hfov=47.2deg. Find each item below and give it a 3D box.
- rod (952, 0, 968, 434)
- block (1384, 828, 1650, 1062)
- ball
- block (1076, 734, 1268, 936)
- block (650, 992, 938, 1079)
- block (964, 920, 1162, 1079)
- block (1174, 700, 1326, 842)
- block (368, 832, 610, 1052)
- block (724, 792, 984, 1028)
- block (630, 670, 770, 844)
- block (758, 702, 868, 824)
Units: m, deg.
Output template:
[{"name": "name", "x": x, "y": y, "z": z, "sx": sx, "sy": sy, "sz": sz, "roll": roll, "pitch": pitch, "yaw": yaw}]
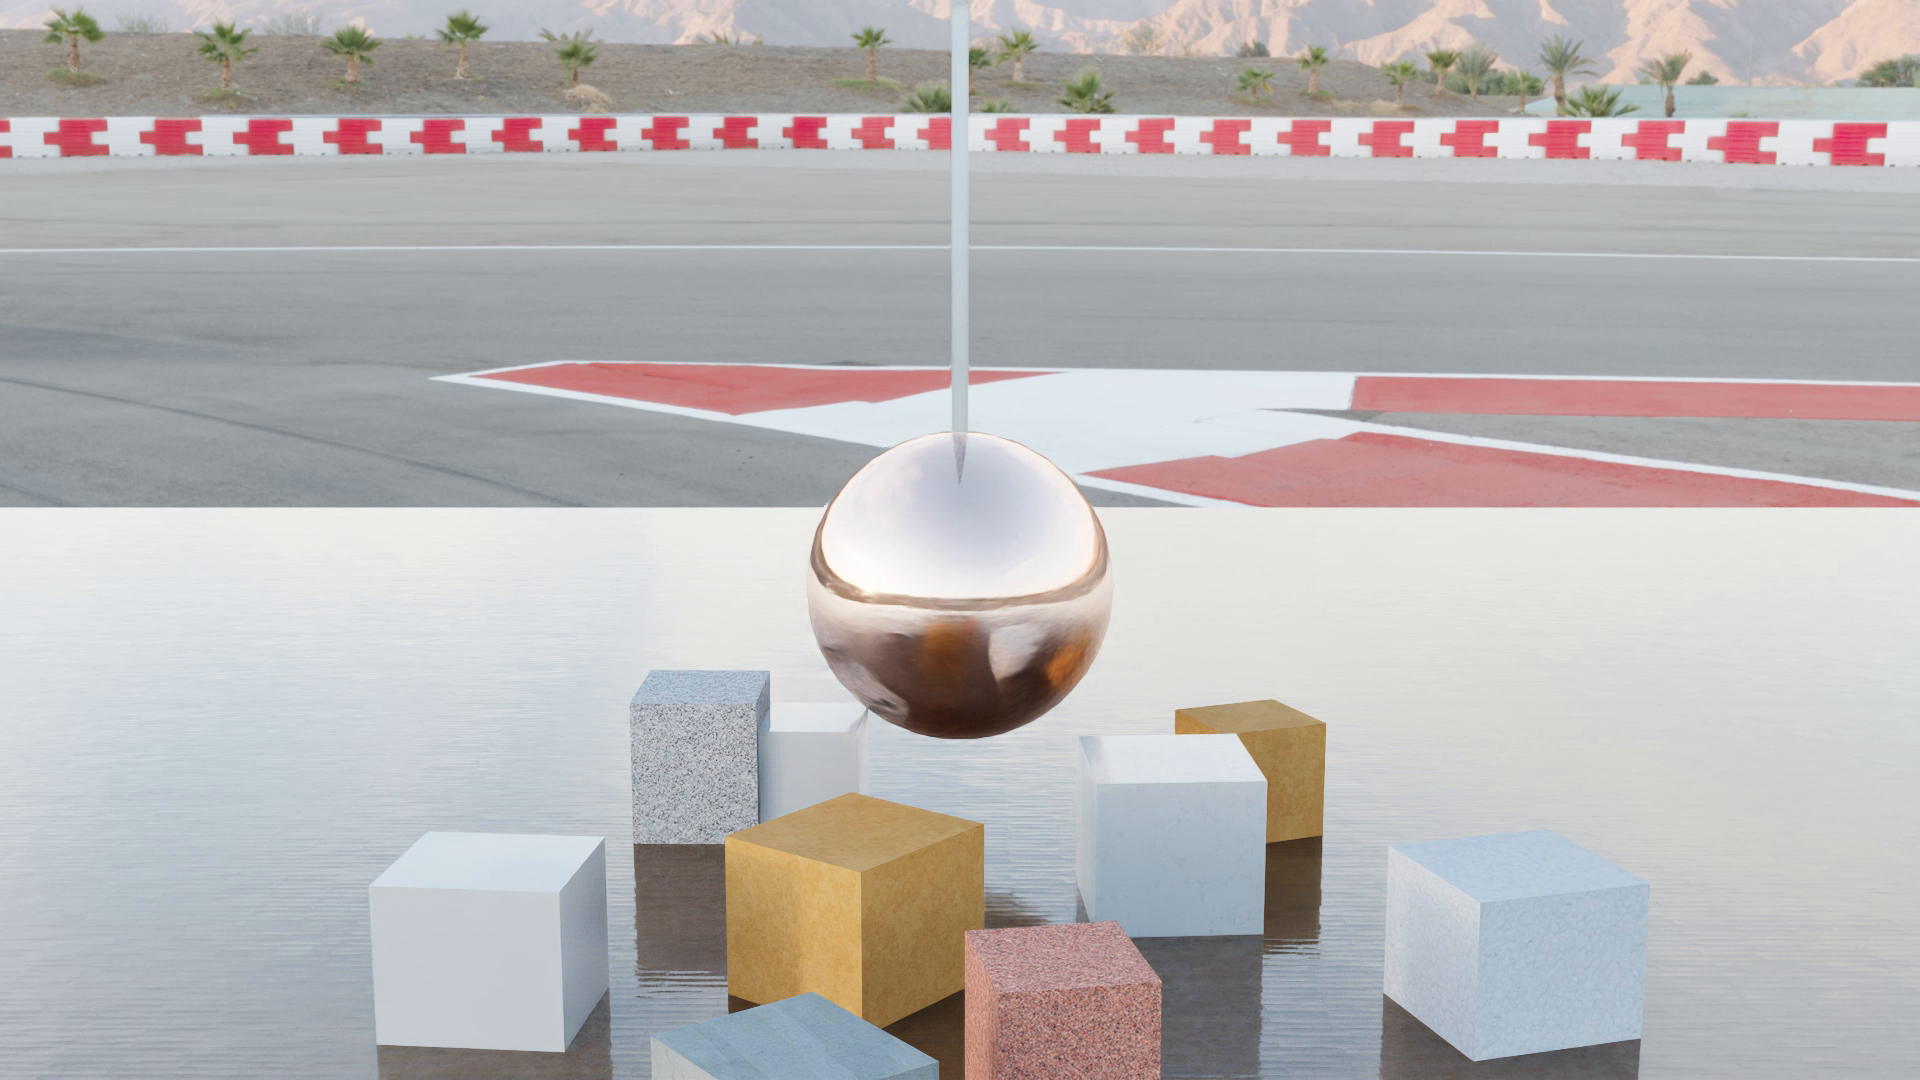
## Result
[{"name": "rod", "x": 0.000, "y": -3.091, "z": 10.700, "sx": 0.080, "sy": 5.200, "sz": 0.080, "roll": 0, "pitch": 12, "yaw": 0}, {"name": "block", "x": 2.232, "y": 1.616, "z": 8.886, "sx": 0.748, "sy": 0.641, "sz": 0.729, "roll": -3, "pitch": 11, "yaw": -17}, {"name": "ball", "x": 0.000, "y": 0.234, "z": 11.411, "sx": 1.600, "sy": 1.600, "sz": 1.600, "roll": 0, "pitch": 10, "yaw": 0}, {"name": "block", "x": 0.960, "y": 1.349, "z": 10.155, "sx": 0.759, "sy": 0.712, "sz": 0.786, "roll": -1, "pitch": 10, "yaw": -3}, {"name": "block", "x": -0.538, "y": 1.943, "z": 7.133, "sx": 0.631, "sy": 0.625, "sz": 0.729, "roll": -8, "pitch": 13, "yaw": -36}, {"name": "block", "x": 0.364, "y": 1.797, "z": 8.026, "sx": 0.584, "sy": 0.592, "sz": 0.627, "roll": -2, "pitch": 10, "yaw": -11}, {"name": "block", "x": 1.487, "y": 1.196, "z": 11.335, "sx": 0.581, "sy": 0.592, "sz": 0.532, "roll": -4, "pitch": 11, "yaw": -22}, {"name": "block", "x": -1.885, "y": 1.609, "z": 8.893, "sx": 0.755, "sy": 0.652, "sz": 0.688, "roll": 1, "pitch": 10, "yaw": 5}, {"name": "block", "x": -0.433, "y": 1.540, "z": 9.184, "sx": 0.737, "sy": 0.685, "sz": 0.791, "roll": 8, "pitch": 13, "yaw": 37}, {"name": "block", "x": -1.331, "y": 1.114, "z": 11.398, "sx": 0.633, "sy": 0.731, "sz": 0.700, "roll": 0, "pitch": 10, "yaw": 1}, {"name": "block", "x": -0.752, "y": 1.195, "z": 11.388, "sx": 0.505, "sy": 0.575, "sz": 0.576, "roll": 0, "pitch": 10, "yaw": 3}]
